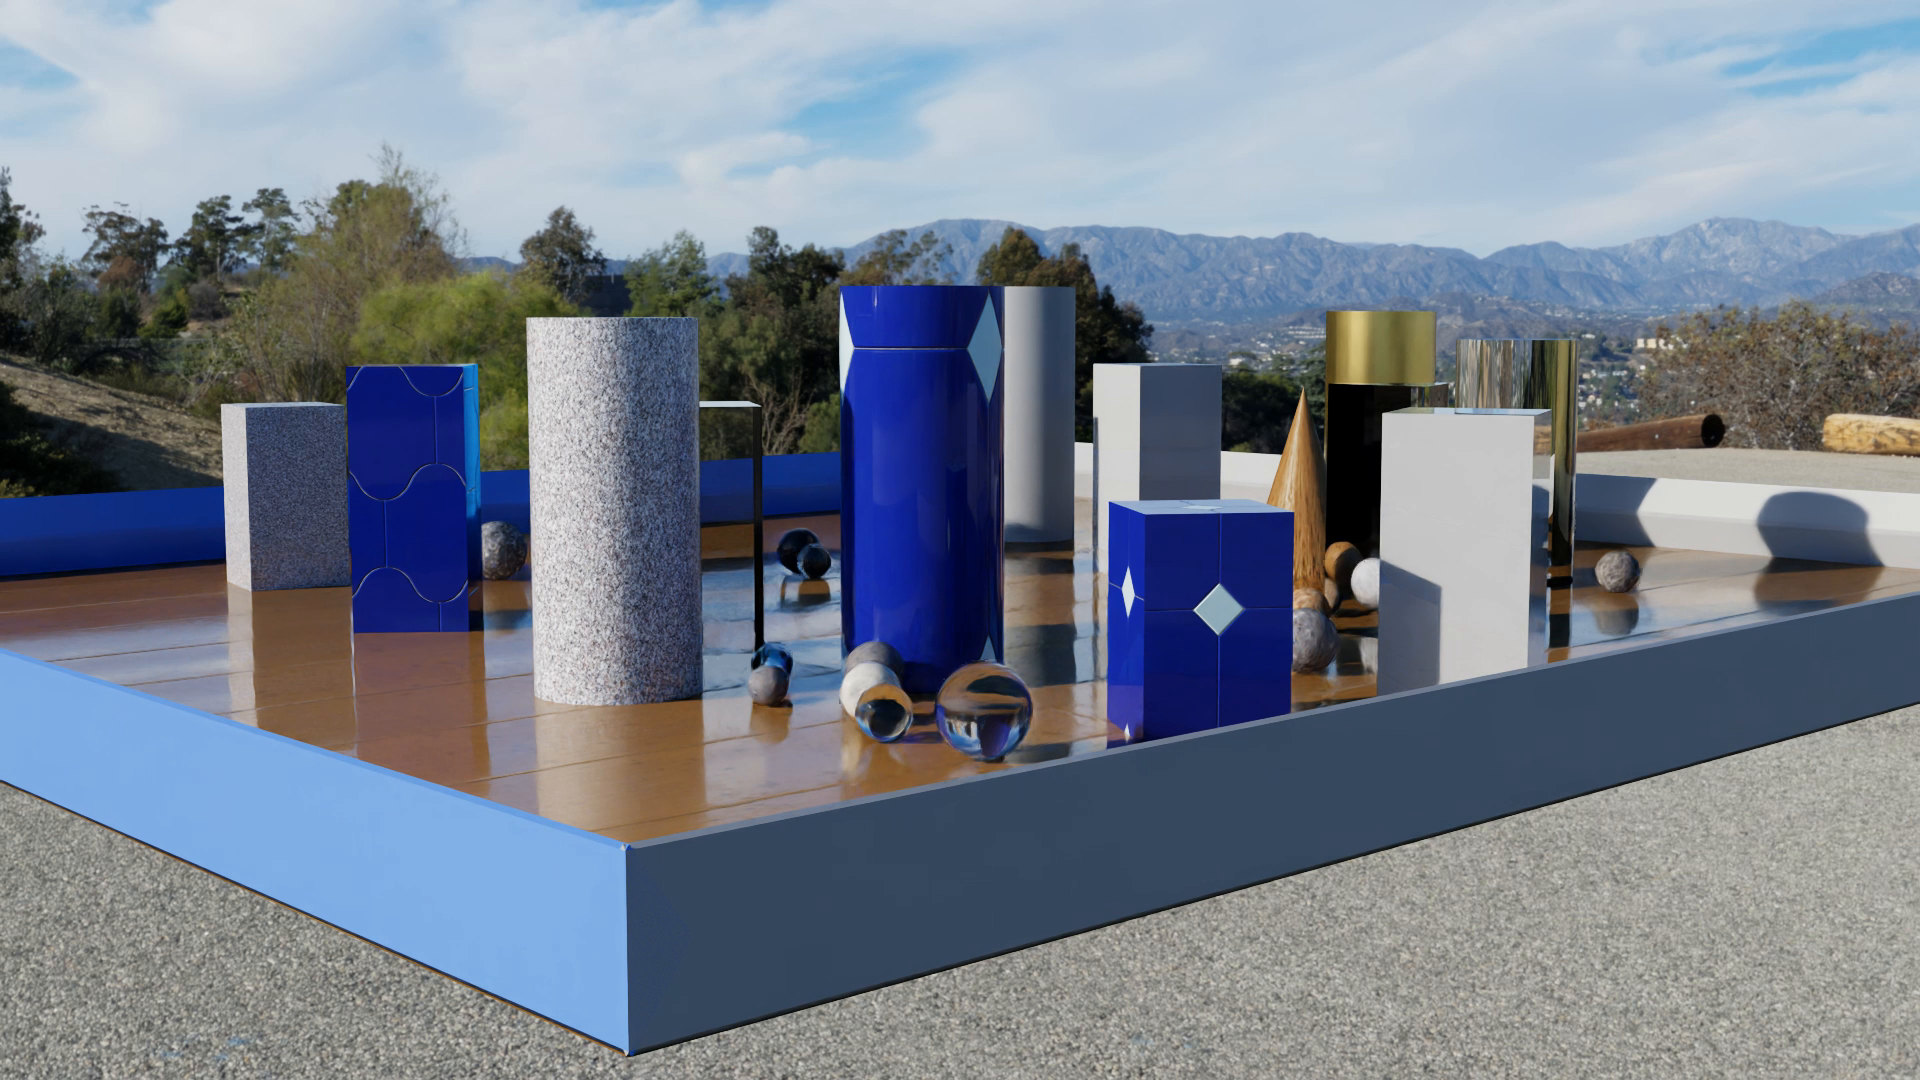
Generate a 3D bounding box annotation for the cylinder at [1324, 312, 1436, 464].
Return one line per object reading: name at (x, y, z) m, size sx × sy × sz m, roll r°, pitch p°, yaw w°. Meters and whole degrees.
cylinder at (0.761, -0.193, 3.997) m, size 0.197 × 0.443 × 0.197 m, roll 0°, pitch 6°, yaw 0°

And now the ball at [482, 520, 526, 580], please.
ball at (-0.767, 0.017, 3.640) m, size 0.098 × 0.098 × 0.098 m, roll 0°, pitch 6°, yaw 0°

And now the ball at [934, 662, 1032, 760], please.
ball at (0.023, 0.169, 2.184) m, size 0.098 × 0.098 × 0.098 m, roll 0°, pitch 6°, yaw 0°

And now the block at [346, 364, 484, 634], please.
block at (-0.767, -0.063, 3.108) m, size 0.157 × 0.368 × 0.157 m, roll -1°, pitch 6°, yaw -5°

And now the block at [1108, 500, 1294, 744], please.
block at (0.252, 0.083, 2.330) m, size 0.157 × 0.239 × 0.157 m, roll -1°, pitch 6°, yaw -10°

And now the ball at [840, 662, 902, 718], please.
ball at (-0.096, 0.165, 2.376) m, size 0.066 × 0.066 × 0.066 m, roll 0°, pitch 6°, yaw 0°

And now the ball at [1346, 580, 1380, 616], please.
ball at (0.591, 0.085, 3.209) m, size 0.053 × 0.053 × 0.053 m, roll 0°, pitch 6°, yaw 0°

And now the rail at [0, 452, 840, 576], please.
rail at (-0.907, -0.069, 4.310) m, size 3.052 × 0.128 × 0.045 m, roll -5°, pitch 8°, yaw -42°

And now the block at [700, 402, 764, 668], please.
block at (-0.339, -0.010, 2.804) m, size 0.157 × 0.326 × 0.157 m, roll -1°, pitch 6°, yaw -11°

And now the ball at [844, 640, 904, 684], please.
ball at (-0.097, 0.149, 2.513) m, size 0.069 × 0.069 × 0.069 m, roll 0°, pitch 6°, yaw 0°

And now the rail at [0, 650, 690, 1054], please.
rail at (-1.104, 0.139, 2.319) m, size 0.045 × 0.128 × 2.723 m, roll -5°, pitch 8°, yaw -42°

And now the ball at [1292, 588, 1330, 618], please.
ball at (0.477, 0.098, 3.025) m, size 0.065 × 0.065 × 0.065 m, roll 0°, pitch 6°, yaw 0°

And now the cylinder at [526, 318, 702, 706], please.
cylinder at (-0.401, -0.040, 2.560) m, size 0.197 × 0.436 × 0.197 m, roll 0°, pitch 6°, yaw 0°

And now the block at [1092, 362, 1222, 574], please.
block at (0.332, -0.120, 3.720) m, size 0.157 × 0.354 × 0.157 m, roll -3°, pitch 7°, yaw -25°

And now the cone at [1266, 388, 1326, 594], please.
cone at (0.520, -0.069, 3.343) m, size 0.197 × 0.330 × 0.197 m, roll 0°, pitch 6°, yaw 0°

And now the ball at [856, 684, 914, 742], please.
ball at (-0.078, 0.178, 2.276) m, size 0.061 × 0.061 × 0.061 m, roll 0°, pitch 6°, yaw 0°

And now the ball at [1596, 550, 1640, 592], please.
ball at (1.039, 0.050, 3.474) m, size 0.068 × 0.068 × 0.068 m, roll 0°, pitch 6°, yaw 0°

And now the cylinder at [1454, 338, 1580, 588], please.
cylinder at (0.911, -0.131, 3.613) m, size 0.197 × 0.397 × 0.197 m, roll 0°, pitch 6°, yaw 0°

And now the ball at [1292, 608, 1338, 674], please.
ball at (0.424, 0.124, 2.702) m, size 0.081 × 0.081 × 0.081 m, roll 0°, pitch 6°, yaw 0°

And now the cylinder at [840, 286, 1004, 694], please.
cylinder at (-0.045, -0.066, 2.631) m, size 0.197 × 0.472 × 0.197 m, roll 0°, pitch 6°, yaw 0°

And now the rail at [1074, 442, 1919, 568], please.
rail at (1.104, -0.073, 4.345) m, size 0.045 × 0.128 × 2.723 m, roll -5°, pitch 8°, yaw -42°

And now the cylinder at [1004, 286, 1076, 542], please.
cylinder at (0.127, -0.249, 4.305) m, size 0.197 × 0.489 × 0.197 m, roll 0°, pitch 6°, yaw 0°

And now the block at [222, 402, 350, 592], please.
block at (-1.100, -0.075, 3.585) m, size 0.157 × 0.292 × 0.157 m, roll -4°, pitch 7°, yaw -32°

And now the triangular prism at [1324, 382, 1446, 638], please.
triangular prism at (0.619, -0.043, 3.033) m, size 0.148 × 0.344 × 0.170 m, roll -5°, pitch 8°, yaw -39°

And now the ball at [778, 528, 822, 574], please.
ball at (-0.271, 0.018, 3.734) m, size 0.077 × 0.077 × 0.077 m, roll 0°, pitch 6°, yaw 0°

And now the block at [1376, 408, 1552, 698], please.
block at (0.552, 0.027, 2.404) m, size 0.157 × 0.335 × 0.157 m, roll 2°, pitch 6°, yaw 21°

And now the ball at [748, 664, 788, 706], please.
ball at (-0.217, 0.164, 2.486) m, size 0.046 × 0.046 × 0.046 m, roll 0°, pitch 6°, yaw 0°

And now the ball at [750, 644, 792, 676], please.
ball at (-0.224, 0.148, 2.619) m, size 0.050 × 0.050 × 0.050 m, roll 0°, pitch 6°, yaw 0°

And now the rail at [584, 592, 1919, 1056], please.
rail at (0.907, 0.135, 2.354) m, size 3.052 × 0.128 × 0.045 m, roll -5°, pitch 8°, yaw -42°

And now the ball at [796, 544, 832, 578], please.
ball at (-0.244, 0.034, 3.670) m, size 0.057 × 0.057 × 0.057 m, roll 0°, pitch 6°, yaw 0°
